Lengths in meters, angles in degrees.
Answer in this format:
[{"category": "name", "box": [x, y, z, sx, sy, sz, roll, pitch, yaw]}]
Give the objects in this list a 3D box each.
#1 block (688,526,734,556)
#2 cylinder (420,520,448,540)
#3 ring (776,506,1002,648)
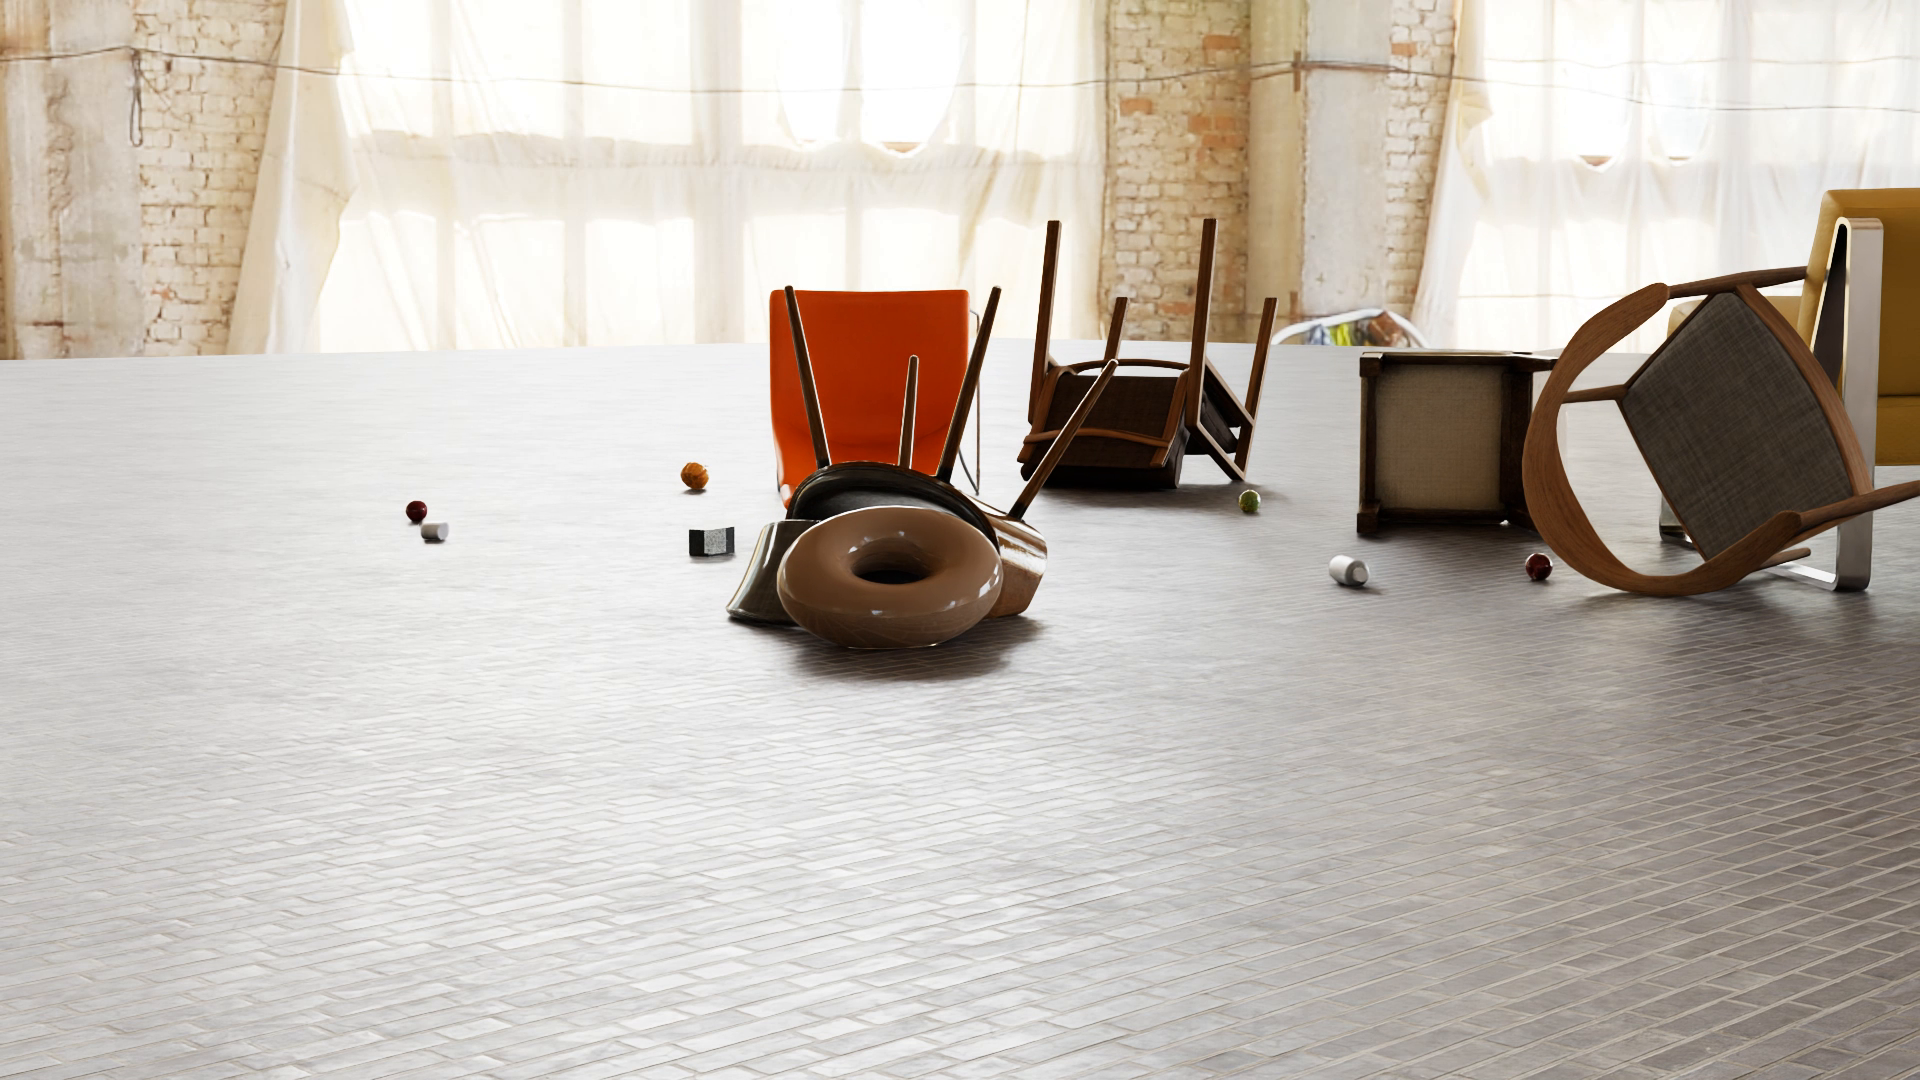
[{"category": "block", "box": [-0.588, 0.002, 6.083, 0.057, 0.063, 0.107, 3, 7, 30]}, {"category": "cylinder", "box": [-1.315, -0.024, 6.426, 0.047, 0.045, 0.072, -8, 11, 10]}, {"category": "ring", "box": [-0.125, 0.068, 4.656, 0.427, 0.124, 0.337, -10, 42, -24]}]
